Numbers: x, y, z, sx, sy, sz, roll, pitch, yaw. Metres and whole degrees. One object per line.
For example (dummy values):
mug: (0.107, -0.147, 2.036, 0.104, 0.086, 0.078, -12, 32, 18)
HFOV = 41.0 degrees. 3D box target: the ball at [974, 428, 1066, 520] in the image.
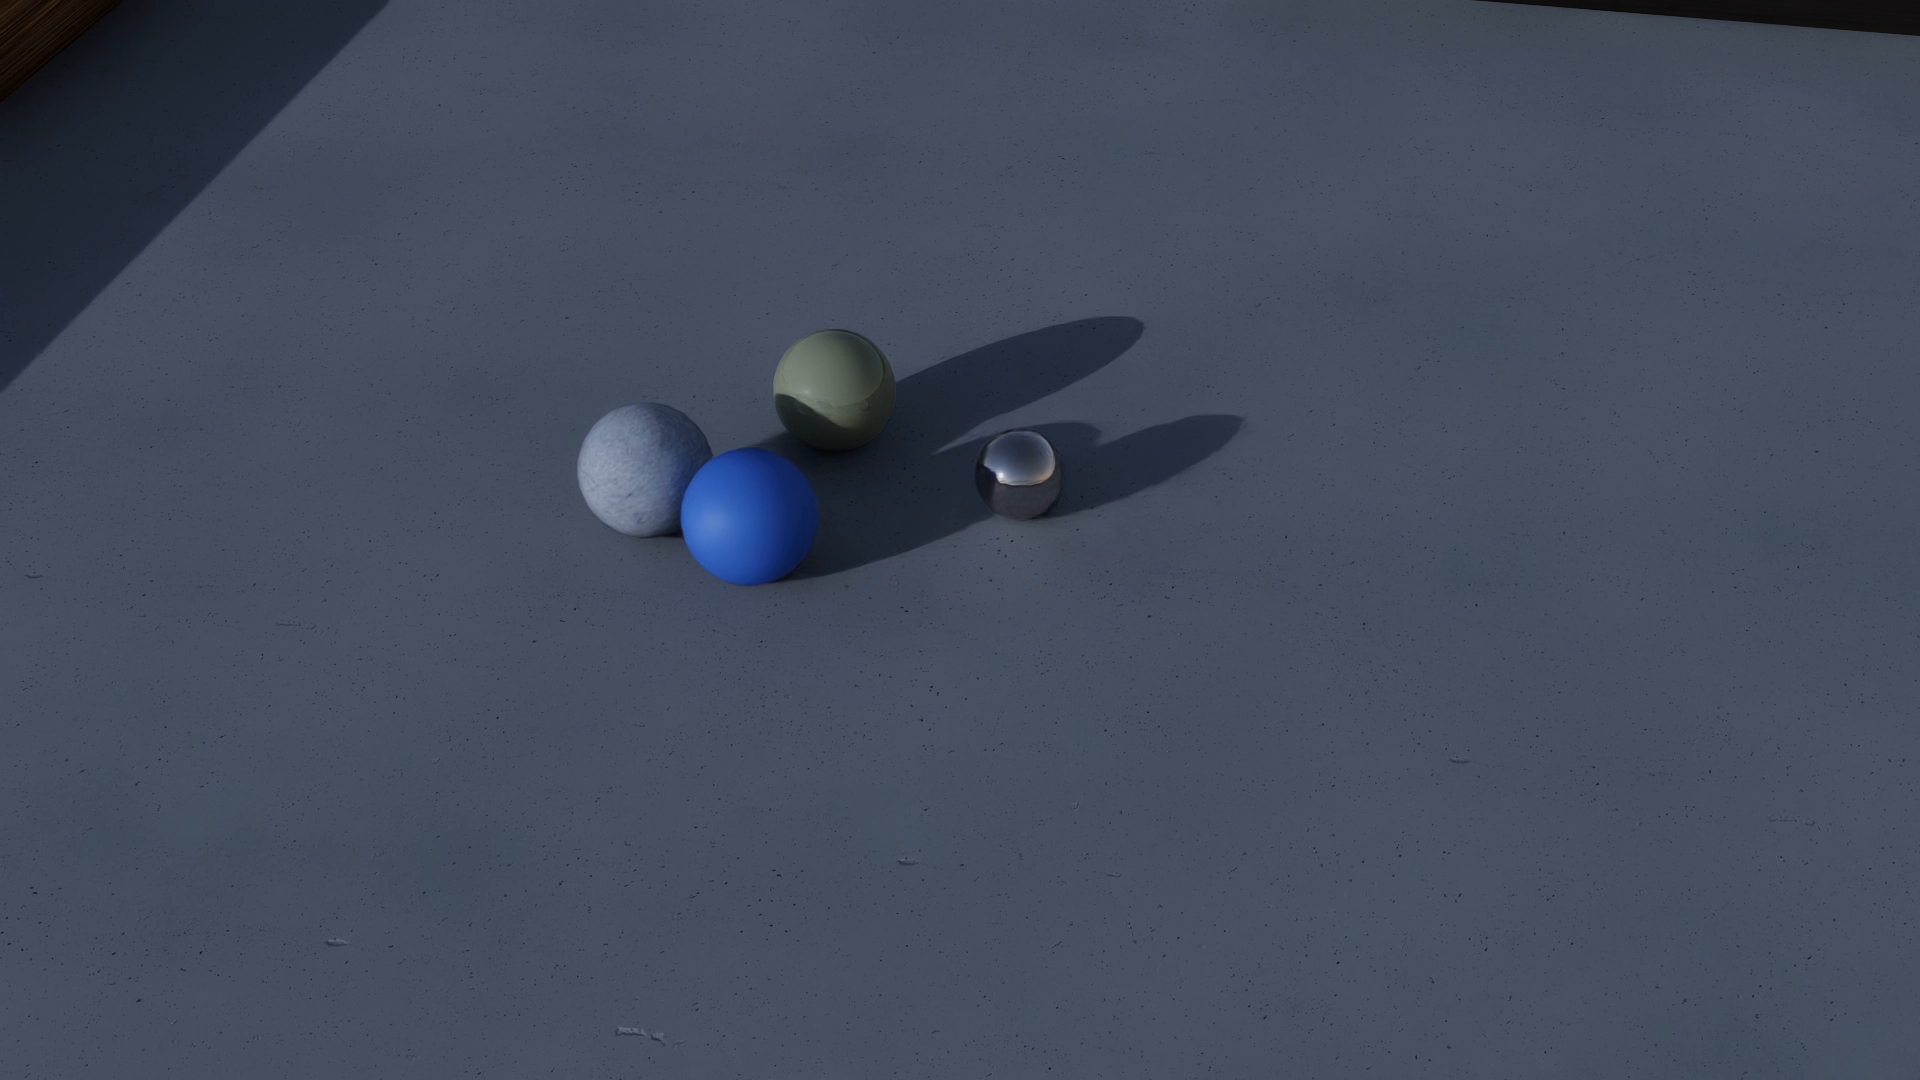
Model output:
ball: (0.044, -0.048, 1.869, 0.066, 0.066, 0.066, 0, 35, 0)

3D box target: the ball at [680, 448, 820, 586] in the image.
ball: (-0.147, -0.017, 1.797, 0.097, 0.097, 0.097, 0, 35, 0)

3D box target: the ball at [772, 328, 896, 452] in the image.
ball: (-0.095, -0.113, 1.939, 0.094, 0.094, 0.094, 0, 35, 0)

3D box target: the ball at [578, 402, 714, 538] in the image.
ball: (-0.225, -0.050, 1.844, 0.098, 0.098, 0.098, 0, 35, 0)

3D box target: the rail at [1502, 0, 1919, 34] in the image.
rail: (1.280, -0.514, 2.489, 4.288, 0.128, 0.045, 7, 35, 10)

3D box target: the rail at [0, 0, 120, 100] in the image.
rail: (-1.026, -0.136, 1.941, 0.045, 0.128, 2.299, 7, 35, 10)
